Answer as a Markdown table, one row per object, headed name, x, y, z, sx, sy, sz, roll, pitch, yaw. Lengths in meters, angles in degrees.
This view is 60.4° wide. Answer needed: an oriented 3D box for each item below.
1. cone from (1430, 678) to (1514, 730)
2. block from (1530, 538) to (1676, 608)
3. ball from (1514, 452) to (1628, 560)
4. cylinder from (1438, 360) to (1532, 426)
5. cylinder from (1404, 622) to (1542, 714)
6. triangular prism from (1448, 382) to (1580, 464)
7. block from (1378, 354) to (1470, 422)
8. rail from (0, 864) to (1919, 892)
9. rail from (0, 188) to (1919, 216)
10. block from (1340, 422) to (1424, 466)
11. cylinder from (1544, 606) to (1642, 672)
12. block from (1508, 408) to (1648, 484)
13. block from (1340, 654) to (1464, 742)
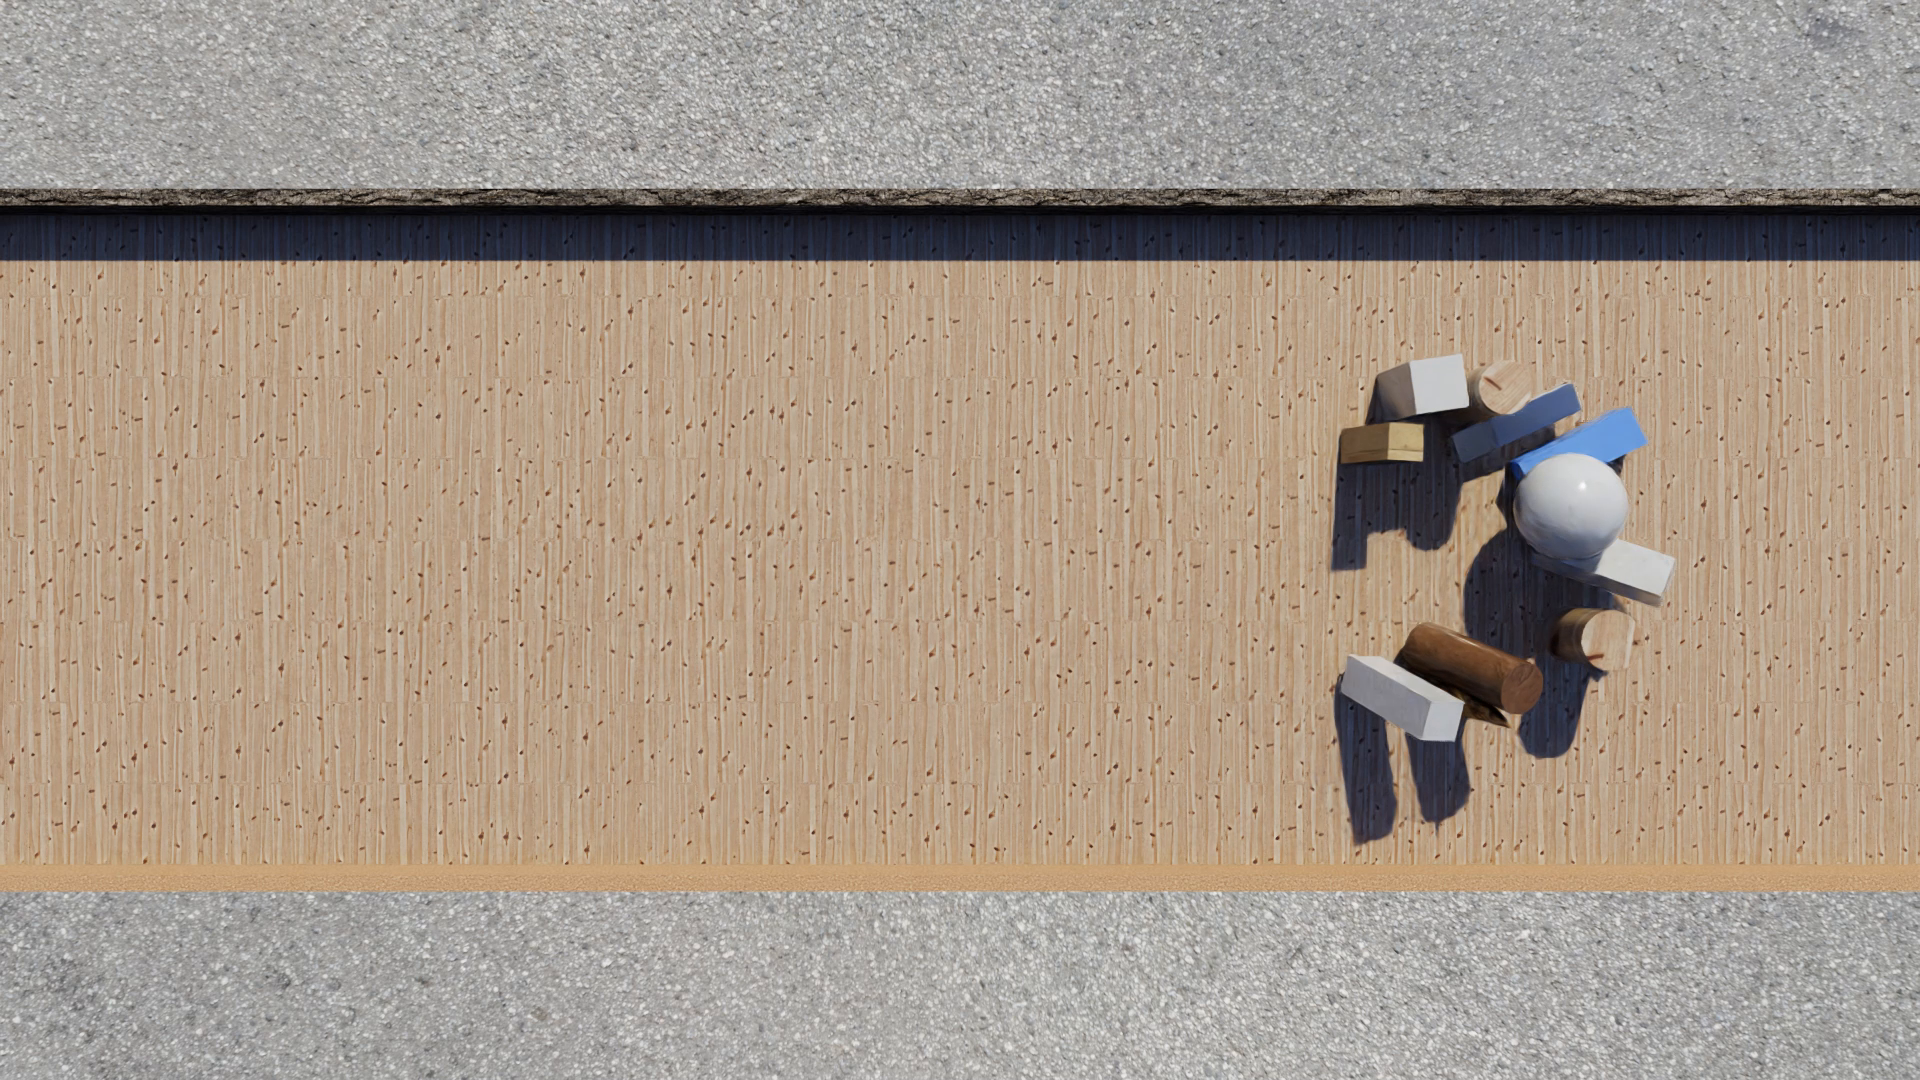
| name | x | y | z | sx | sy | sz | roll | pitch | yaw |
| --- | --- | --- | --- | --- | --- | --- | --- | --- | --- |
| cone | 1.537 | 0.495 | 4.859 | 0.148 | 0.411 | 0.148 | -2 | 102 | -8 |
| block | 1.918 | 0.065 | 4.929 | 0.381 | 0.123 | 0.123 | 22 | 79 | 25 |
| ball | 1.774 | -0.096 | 4.795 | 0.314 | 0.314 | 0.314 | 0 | 90 | 0 |
| cylinder | 1.536 | -0.430 | 4.869 | 0.152 | 0.409 | 0.152 | 0 | 89 | -2 |
| cylinder | 1.505 | 0.373 | 4.857 | 0.156 | 0.415 | 0.156 | -7 | 106 | -24 |
| triangular prism | 1.665 | -0.370 | 4.975 | 0.383 | 0.089 | 0.102 | -25 | 53 | 7 |
| block | 1.370 | -0.445 | 4.894 | 0.152 | 0.366 | 0.152 | -8 | 90 | 0 |
| rail | -2.247 | 1.025 | 5.001 | 12.000 | 0.150 | 0.050 | 0 | 90 | 0 |
| rail | -2.247 | -1.025 | 5.002 | 12.000 | 0.150 | 0.050 | 0 | 90 | 0 |
| block | 1.251 | -0.283 | 4.901 | 0.106 | 0.337 | 0.106 | 3 | 90 | -10 |
| cylinder | 1.882 | 0.291 | 4.919 | 0.176 | 0.315 | 0.176 | 0 | 90 | 0 |
| block | 1.869 | -0.264 | 4.998 | 0.362 | 0.121 | 0.121 | -27 | 92 | 5 |
| block | 1.298 | 0.462 | 4.865 | 0.119 | 0.394 | 0.119 | 4 | 104 | -24 |
